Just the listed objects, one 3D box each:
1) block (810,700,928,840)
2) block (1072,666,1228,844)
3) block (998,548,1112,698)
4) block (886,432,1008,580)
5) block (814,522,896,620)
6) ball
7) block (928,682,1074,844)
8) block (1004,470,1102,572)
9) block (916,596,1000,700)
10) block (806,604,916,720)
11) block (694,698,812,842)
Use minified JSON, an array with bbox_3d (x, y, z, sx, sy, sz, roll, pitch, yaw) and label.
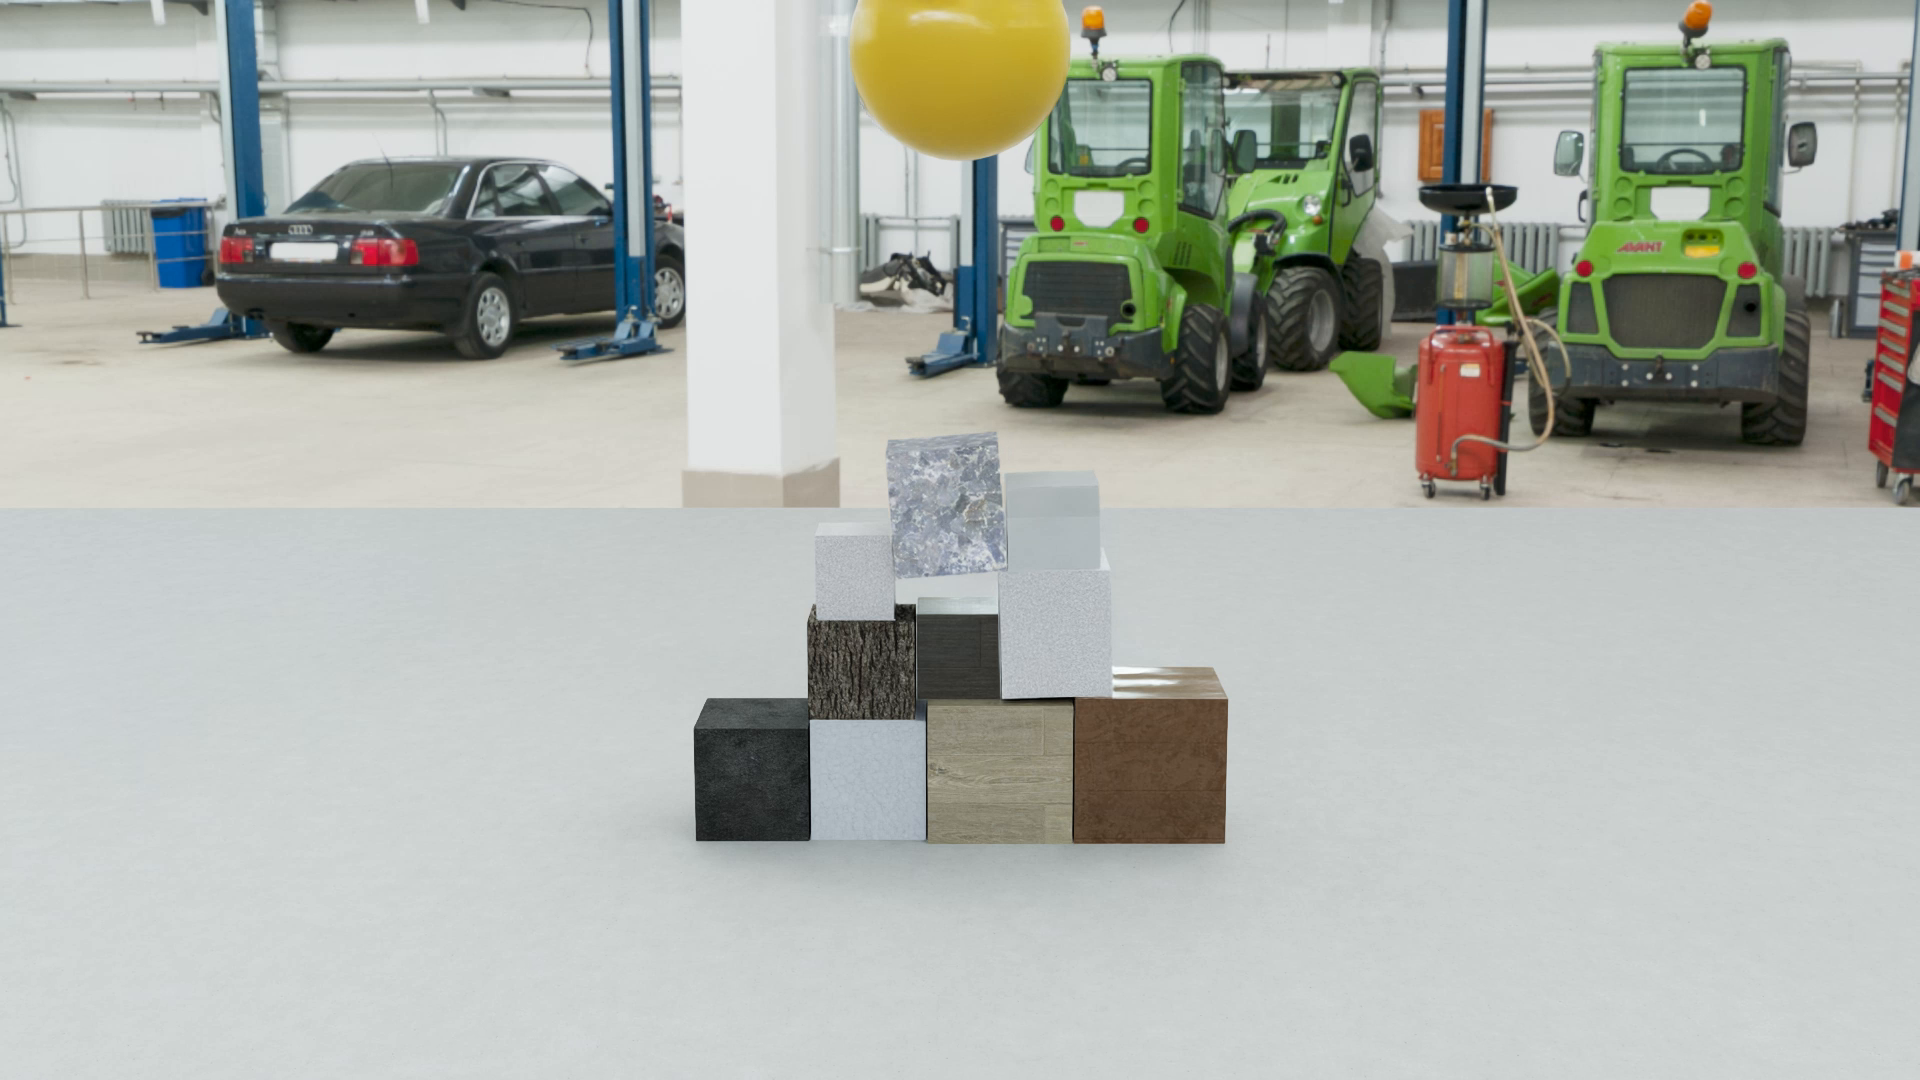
[{"bbox_3d":[-0.464,1.167,11.409,0.583,0.622,0.574,0,10,0],"label":"block"},{"bbox_3d":[0.958,1.104,11.384,0.764,0.754,0.678,0,10,0],"label":"block"},{"bbox_3d":[0.480,0.417,11.275,0.555,0.643,0.626,-2,10,0],"label":"block"},{"bbox_3d":[-0.065,-0.181,11.145,0.560,0.634,0.506,-4,10,1],"label":"block"},{"bbox_3d":[-0.529,0.156,11.214,0.390,0.433,0.379,0,10,0],"label":"block"},{"bbox_3d":[0.000,-3.528,15.778,1.600,1.600,1.600,0,10,0],"label":"ball"},{"bbox_3d":[0.202,1.121,11.395,0.729,0.718,0.700,0,10,0],"label":"block"},{"bbox_3d":[0.464,-0.102,11.152,0.463,0.421,0.509,-2,10,0],"label":"block"},{"bbox_3d":[-0.009,0.551,11.292,0.419,0.438,0.424,0,10,0],"label":"block"},{"bbox_3d":[-0.497,0.620,11.283,0.539,0.501,0.461,0,10,0],"label":"block"},{"bbox_3d":[-1.053,1.183,11.408,0.574,0.590,0.618,0,10,0],"label":"block"}]
